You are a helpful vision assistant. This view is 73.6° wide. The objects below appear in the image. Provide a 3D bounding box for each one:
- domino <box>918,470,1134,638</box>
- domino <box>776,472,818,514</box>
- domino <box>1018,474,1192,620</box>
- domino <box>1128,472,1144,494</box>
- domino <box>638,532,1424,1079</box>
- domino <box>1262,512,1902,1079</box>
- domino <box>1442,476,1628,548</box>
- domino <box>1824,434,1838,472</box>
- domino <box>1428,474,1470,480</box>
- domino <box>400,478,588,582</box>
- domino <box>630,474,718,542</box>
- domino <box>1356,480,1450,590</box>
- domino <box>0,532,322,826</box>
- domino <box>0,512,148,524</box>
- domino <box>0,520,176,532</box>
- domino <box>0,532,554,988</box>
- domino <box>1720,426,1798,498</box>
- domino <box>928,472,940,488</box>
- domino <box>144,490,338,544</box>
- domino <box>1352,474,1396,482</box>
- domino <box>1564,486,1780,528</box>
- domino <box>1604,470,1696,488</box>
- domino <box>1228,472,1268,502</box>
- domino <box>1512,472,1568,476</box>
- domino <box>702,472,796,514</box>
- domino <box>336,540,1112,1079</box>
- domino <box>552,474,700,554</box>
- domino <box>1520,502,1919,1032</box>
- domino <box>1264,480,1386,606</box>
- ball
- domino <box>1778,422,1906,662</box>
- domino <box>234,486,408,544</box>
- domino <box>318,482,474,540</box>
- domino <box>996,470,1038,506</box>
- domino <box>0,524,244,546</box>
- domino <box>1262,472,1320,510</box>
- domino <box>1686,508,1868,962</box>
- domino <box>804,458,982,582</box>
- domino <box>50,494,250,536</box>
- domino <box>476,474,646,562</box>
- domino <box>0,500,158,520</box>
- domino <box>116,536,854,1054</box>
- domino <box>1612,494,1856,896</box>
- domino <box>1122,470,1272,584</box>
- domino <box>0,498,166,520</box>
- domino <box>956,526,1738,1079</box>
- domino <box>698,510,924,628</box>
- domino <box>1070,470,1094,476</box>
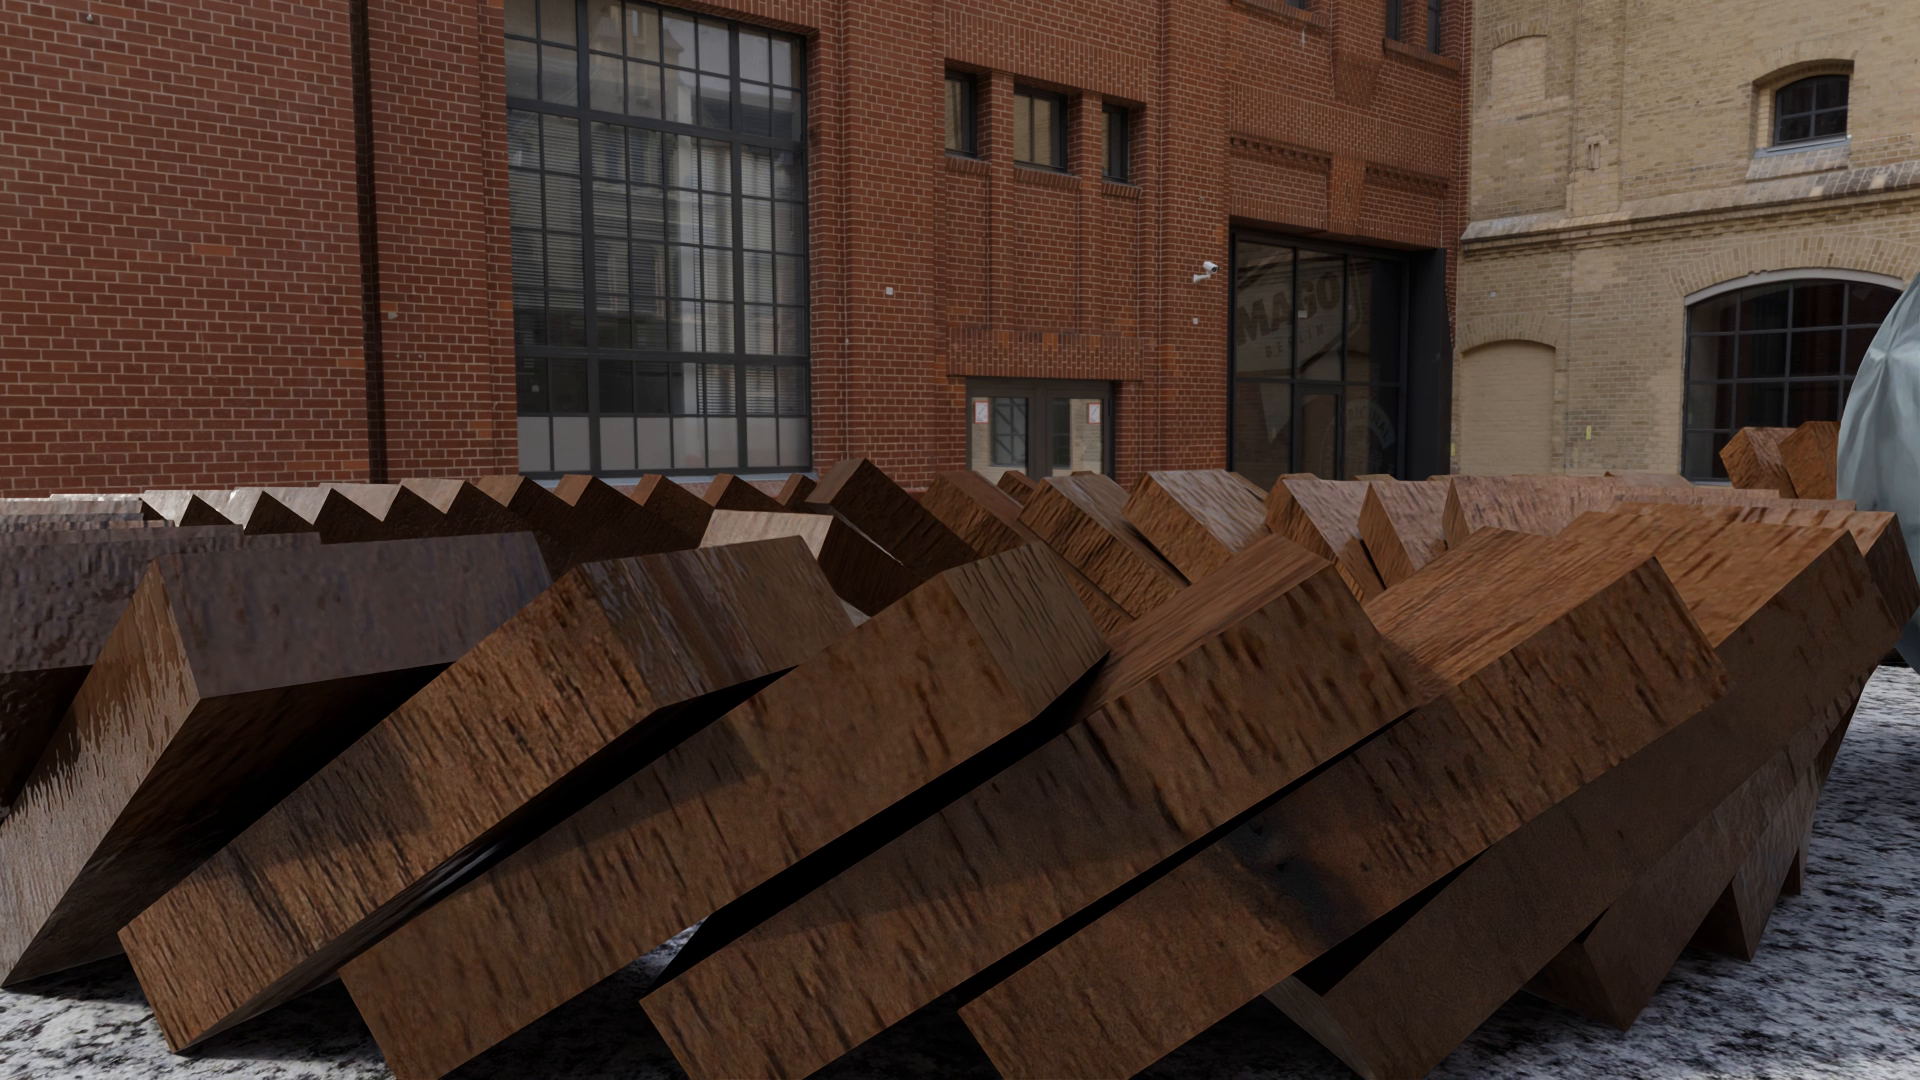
[{"bbox_3d":[0.016,0.006,0.240,0.050,0.009,0.025,38,13,10],"label":"domino"},{"bbox_3d":[-0.024,0.000,0.341,0.050,0.009,0.025,32,-4,-14],"label":"domino"},{"bbox_3d":[0.037,0.007,0.237,0.050,0.009,0.025,42,25,24],"label":"domino"},{"bbox_3d":[0.070,-0.001,0.349,0.050,0.010,0.025,36,16,17],"label":"domino"},{"bbox_3d":[0.005,0.018,0.089,0.050,0.009,0.025,-34,0,8],"label":"domino"},{"bbox_3d":[0.042,0.017,0.098,0.050,0.010,0.025,-37,13,-10],"label":"domino"},{"bbox_3d":[0.086,0.010,0.180,0.025,0.009,0.050,1,41,7],"label":"domino"},{"bbox_3d":[0.190,0.000,0.247,0.025,0.050,0.009,0,-28,-5],"label":"domino"},{"bbox_3d":[0.138,0.002,0.314,0.025,0.009,0.050,-5,39,-48],"label":"domino"},{"bbox_3d":[-0.098,0.004,0.282,0.025,0.009,0.050,3,-28,39],"label":"domino"},{"bbox_3d":[-0.059,0.001,0.325,0.050,0.009,0.025,33,-10,-22],"label":"domino"},{"bbox_3d":[0.082,0.009,0.199,0.025,0.009,0.050,0,39,-4],"label":"domino"},{"bbox_3d":[-0.071,0.017,0.108,0.025,0.009,0.050,-4,-28,-38],"label":"domino"},{"bbox_3d":[-0.105,0.014,0.153,0.025,0.010,0.050,-1,-28,-18],"label":"domino"},{"bbox_3d":[-0.095,0.015,0.137,0.025,0.009,0.050,-2,-28,-25],"label":"domino"},{"bbox_3d":[-0.053,0.017,0.098,0.050,0.009,0.025,-39,-20,34],"label":"domino"},{"bbox_3d":[0.183,-0.001,0.271,0.025,0.050,0.010,1,-33,-4],"label":"domino"},{"bbox_3d":[0.013,-0.001,0.352,0.050,0.009,0.025,33,3,-3],"label":"domino"},{"bbox_3d":[-0.117,0.008,0.228,0.025,0.009,0.050,1,-28,18],"label":"domino"},{"bbox_3d":[0.122,0.001,0.325,0.050,0.009,0.025,40,26,28],"label":"domino"},{"bbox_3d":[0.088,0.012,0.160,0.025,0.009,0.050,3,40,27],"label":"domino"},{"bbox_3d":[0.170,0.003,0.291,0.025,0.010,0.050,1,36,-24],"label":"domino"},{"bbox_3d":[0.088,0.000,0.342,0.050,0.010,0.025,37,19,21],"label":"domino"},{"bbox_3d":[0.154,0.002,0.303,0.025,0.010,0.050,-3,39,-39],"label":"domino"},{"bbox_3d":[-0.042,0.000,0.333,0.050,0.009,0.025,33,-7,-19],"label":"domino"},{"bbox_3d":[-0.015,0.018,0.089,0.050,0.009,0.025,-34,-6,16],"label":"domino"},{"bbox_3d":[-0.074,0.001,0.313,0.050,0.009,0.025,35,-15,-28],"label":"domino"},{"bbox_3d":[0.057,0.016,0.111,0.050,0.009,0.025,-41,22,-21],"label":"domino"},{"bbox_3d":[0.075,0.008,0.219,0.025,0.009,0.050,0,37,-17],"label":"domino"},{"bbox_3d":[0.143,-0.008,0.138,0.080,0.080,0.080,0,4,0],"label":"ball"},{"bbox_3d":[0.188,0.000,0.258,0.025,0.050,0.010,0,-28,-5],"label":"domino"},{"bbox_3d":[-0.113,0.007,0.247,0.025,0.010,0.050,1,-28,25],"label":"domino"},{"bbox_3d":[-0.106,0.005,0.264,0.025,0.009,0.050,3,-27,30],"label":"domino"},{"bbox_3d":[0.032,-0.002,0.355,0.050,0.010,0.025,34,9,6],"label":"domino"},{"bbox_3d":[-0.083,0.016,0.122,0.025,0.009,0.050,-3,-28,-34],"label":"domino"},{"bbox_3d":[0.106,0.000,0.334,0.050,0.009,0.025,38,23,25],"label":"domino"},{"bbox_3d":[0.070,0.015,0.125,0.025,0.009,0.050,5,40,49],"label":"domino"},{"bbox_3d":[-0.003,0.006,0.224,0.050,0.010,0.025,40,-9,-14],"label":"domino"},{"bbox_3d":[-0.120,0.009,0.209,0.025,0.009,0.050,0,-28,12],"label":"domino"},{"bbox_3d":[-0.088,0.002,0.299,0.025,0.010,0.050,4,-27,50],"label":"domino"},{"bbox_3d":[-0.113,0.012,0.171,0.025,0.009,0.050,-1,-30,-10],"label":"domino"},{"bbox_3d":[-0.033,0.018,0.093,0.050,0.009,0.025,-35,-10,22],"label":"domino"},{"bbox_3d":[0.081,0.014,0.141,0.025,0.009,0.050,4,40,39],"label":"domino"},{"bbox_3d":[0.055,0.007,0.230,0.025,0.009,0.050,-4,43,-45],"label":"domino"},{"bbox_3d":[-0.119,0.011,0.190,0.025,0.009,0.050,0,-29,4],"label":"domino"},{"bbox_3d":[0.023,0.018,0.090,0.050,0.009,0.025,-34,4,3],"label":"domino"},{"bbox_3d":[-0.015,0.011,0.200,0.025,0.010,0.050,3,-24,39],"label":"domino"},{"bbox_3d":[0.052,-0.001,0.353,0.050,0.010,0.025,35,13,12],"label":"domino"}]
